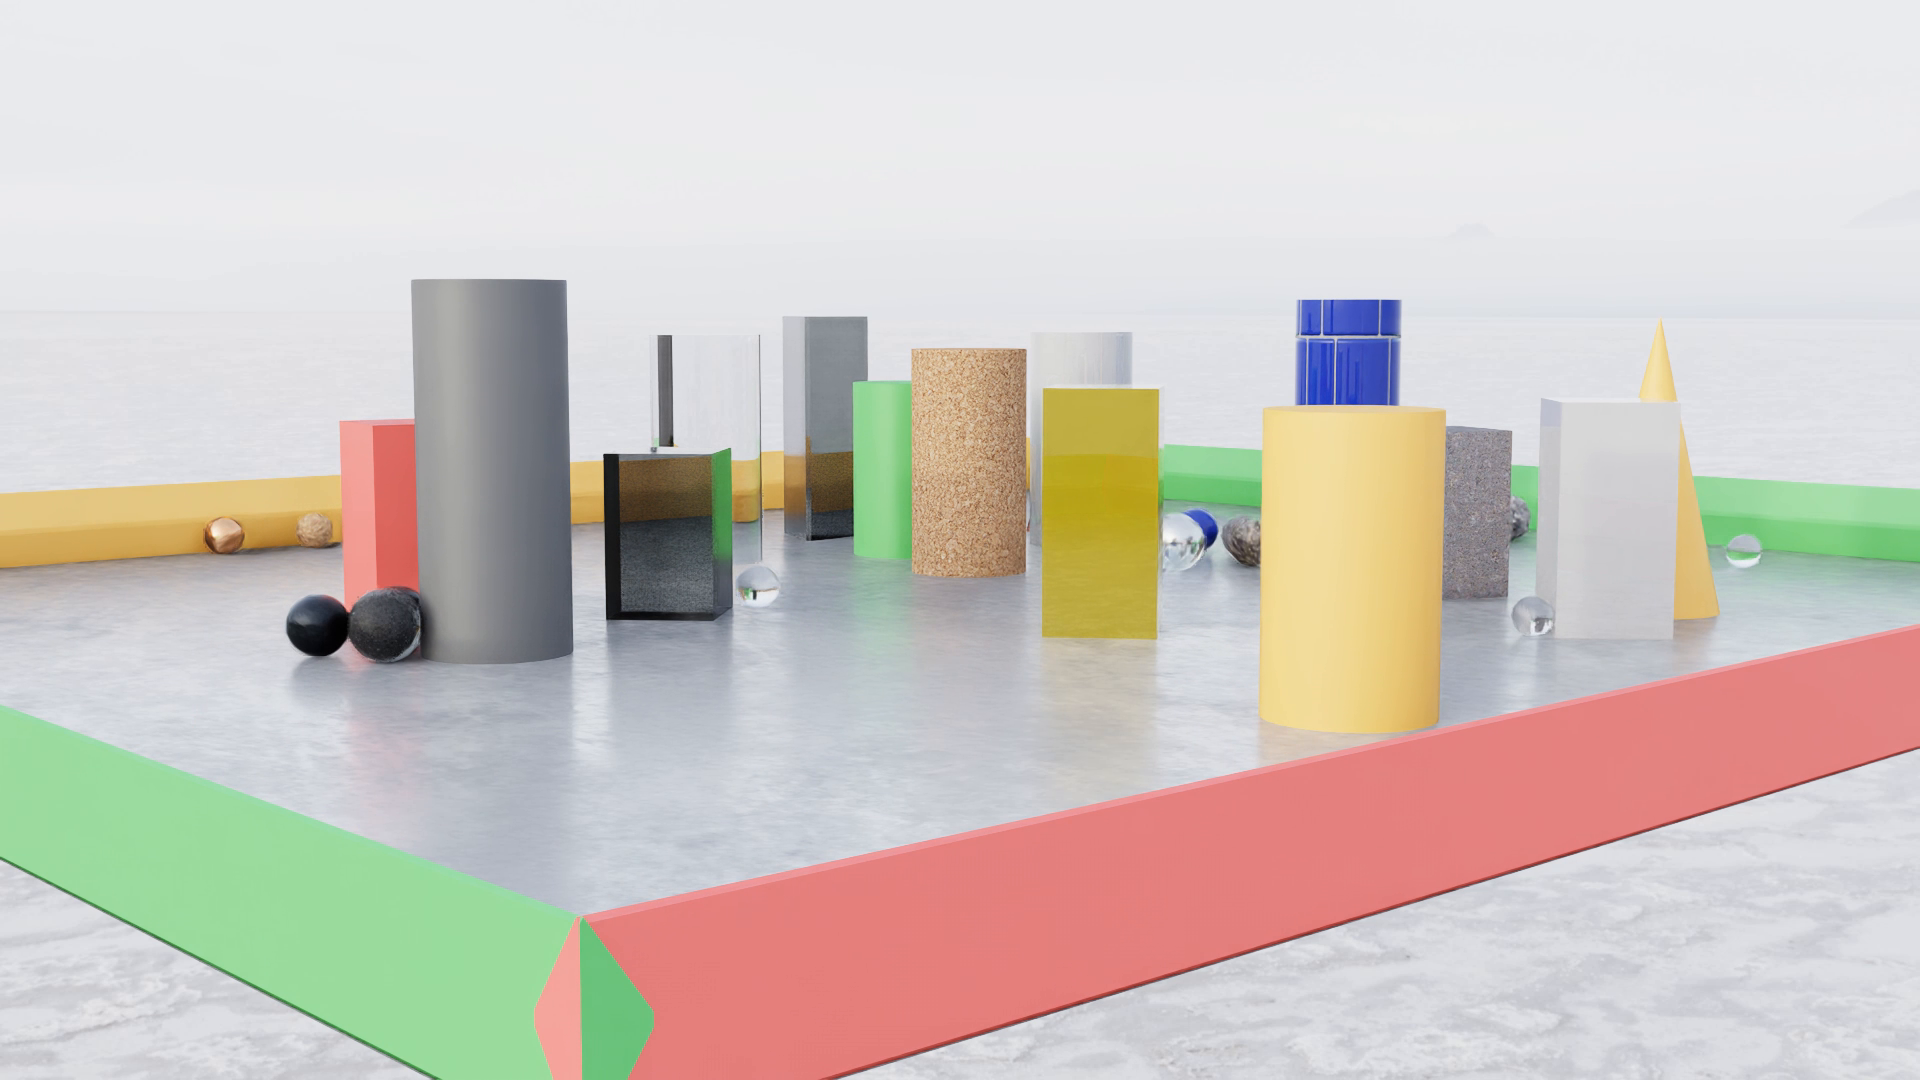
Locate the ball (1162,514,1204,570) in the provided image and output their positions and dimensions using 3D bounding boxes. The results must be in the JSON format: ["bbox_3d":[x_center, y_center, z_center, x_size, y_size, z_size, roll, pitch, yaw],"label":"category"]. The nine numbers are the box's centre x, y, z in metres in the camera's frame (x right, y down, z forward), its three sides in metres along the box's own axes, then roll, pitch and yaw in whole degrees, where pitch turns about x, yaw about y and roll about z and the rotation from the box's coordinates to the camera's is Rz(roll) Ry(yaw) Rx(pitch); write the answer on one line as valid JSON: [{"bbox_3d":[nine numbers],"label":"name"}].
[{"bbox_3d":[0.370,0.004,3.762,0.098,0.098,0.098,0,6,0],"label":"ball"}]

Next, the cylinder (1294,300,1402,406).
[{"bbox_3d":[0.727,-0.219,4.135,0.196,0.463,0.196,0,6,0],"label":"cylinder"}]

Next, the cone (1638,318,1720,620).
[{"bbox_3d":[1.027,-0.113,3.249,0.196,0.437,0.196,0,6,0],"label":"cone"}]

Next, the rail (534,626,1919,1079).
[{"bbox_3d":[0.985,0.144,2.270,3.264,0.127,0.045,-5,8,-42],"label":"rail"}]

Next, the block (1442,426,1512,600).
[{"bbox_3d":[0.753,-0.045,3.457,0.157,0.259,0.157,-2,6,-19],"label":"block"}]

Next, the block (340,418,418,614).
[{"bbox_3d":[-0.773,-0.024,3.111,0.157,0.288,0.157,-4,7,-32],"label":"block"}]

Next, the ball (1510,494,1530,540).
[{"bbox_3d":[1.054,-0.044,4.246,0.092,0.092,0.092,0,6,0],"label":"ball"}]

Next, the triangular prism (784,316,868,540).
[{"bbox_3d":[-0.293,-0.225,4.339,0.147,0.432,0.170,5,8,40],"label":"triangular prism"}]

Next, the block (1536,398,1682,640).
[{"bbox_3d":[0.894,-0.033,3.046,0.157,0.321,0.157,0,6,5],"label":"block"}]

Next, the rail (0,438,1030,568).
[{"bbox_3d":[-0.985,-0.078,4.394,3.264,0.127,0.045,-5,8,-42],"label":"rail"}]

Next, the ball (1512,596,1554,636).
[{"bbox_3d":[0.783,0.104,3.007,0.056,0.056,0.056,0,6,0],"label":"ball"}]

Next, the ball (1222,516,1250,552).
[{"bbox_3d":[0.511,-0.007,4.006,0.069,0.069,0.069,0,6,0],"label":"ball"}]

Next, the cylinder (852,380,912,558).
[{"bbox_3d":[-0.097,-0.132,4.026,0.196,0.313,0.196,0,6,0],"label":"cylinder"}]

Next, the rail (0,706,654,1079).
[{"bbox_3d":[-1.182,0.147,2.247,0.045,0.127,2.952,-5,8,-42],"label":"rail"}]

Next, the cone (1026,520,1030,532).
[{"bbox_3d":[0.232,-0.195,4.434,0.196,0.353,0.196,0,6,0],"label":"cone"}]

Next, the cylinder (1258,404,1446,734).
[{"bbox_3d":[0.427,0.026,2.401,0.196,0.338,0.196,0,6,0],"label":"cylinder"}]

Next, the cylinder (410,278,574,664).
[{"bbox_3d":[-0.603,-0.093,2.842,0.196,0.482,0.196,0,6,0],"label":"cylinder"}]

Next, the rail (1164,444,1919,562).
[{"bbox_3d":[1.182,-0.080,4.417,0.045,0.127,2.952,-5,8,-42],"label":"rail"}]

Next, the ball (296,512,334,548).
[{"bbox_3d":[-1.209,-0.018,4.121,0.066,0.066,0.066,0,6,0],"label":"ball"}]

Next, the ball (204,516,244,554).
[{"bbox_3d":[-1.341,-0.008,4.007,0.070,0.070,0.070,0,6,0],"label":"ball"}]

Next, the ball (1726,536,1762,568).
[{"bbox_3d":[1.354,0.020,3.801,0.057,0.057,0.057,0,6,0],"label":"ball"}]

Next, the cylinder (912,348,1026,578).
[{"bbox_3d":[0.015,-0.136,3.746,0.196,0.379,0.196,0,6,0],"label":"cylinder"}]

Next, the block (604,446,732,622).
[{"bbox_3d":[-0.426,-0.012,3.227,0.157,0.240,0.157,0,6,4],"label":"block"}]

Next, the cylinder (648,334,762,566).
[{"bbox_3d":[-0.451,-0.164,3.904,0.196,0.401,0.196,0,6,0],"label":"cylinder"}]

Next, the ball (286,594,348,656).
[{"bbox_3d":[-0.826,0.109,2.832,0.081,0.081,0.081,0,6,0],"label":"ball"}]

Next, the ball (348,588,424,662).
[{"bbox_3d":[-0.727,0.108,2.786,0.095,0.095,0.095,0,6,0],"label":"ball"}]

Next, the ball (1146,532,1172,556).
[{"bbox_3d":[0.361,0.007,3.980,0.046,0.046,0.046,0,6,0],"label":"ball"}]

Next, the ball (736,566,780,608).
[{"bbox_3d":[-0.303,0.070,3.289,0.065,0.065,0.065,0,6,0],"label":"ball"}]

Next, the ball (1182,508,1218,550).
[{"bbox_3d":[0.434,-0.018,4.048,0.081,0.081,0.081,0,6,0],"label":"ball"}]

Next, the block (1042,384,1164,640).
[{"bbox_3d":[0.200,-0.043,3.052,0.157,0.339,0.157,1,6,8],"label":"block"}]

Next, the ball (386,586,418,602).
[{"bbox_3d":[-0.741,0.102,2.892,0.085,0.085,0.085,0,6,0],"label":"ball"}]

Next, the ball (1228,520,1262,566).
[{"bbox_3d":[0.509,0.005,3.836,0.080,0.080,0.080,0,6,0],"label":"ball"}]

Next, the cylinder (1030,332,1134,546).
[{"bbox_3d":[0.231,-0.195,4.193,0.196,0.403,0.196,0,6,0],"label":"cylinder"}]
